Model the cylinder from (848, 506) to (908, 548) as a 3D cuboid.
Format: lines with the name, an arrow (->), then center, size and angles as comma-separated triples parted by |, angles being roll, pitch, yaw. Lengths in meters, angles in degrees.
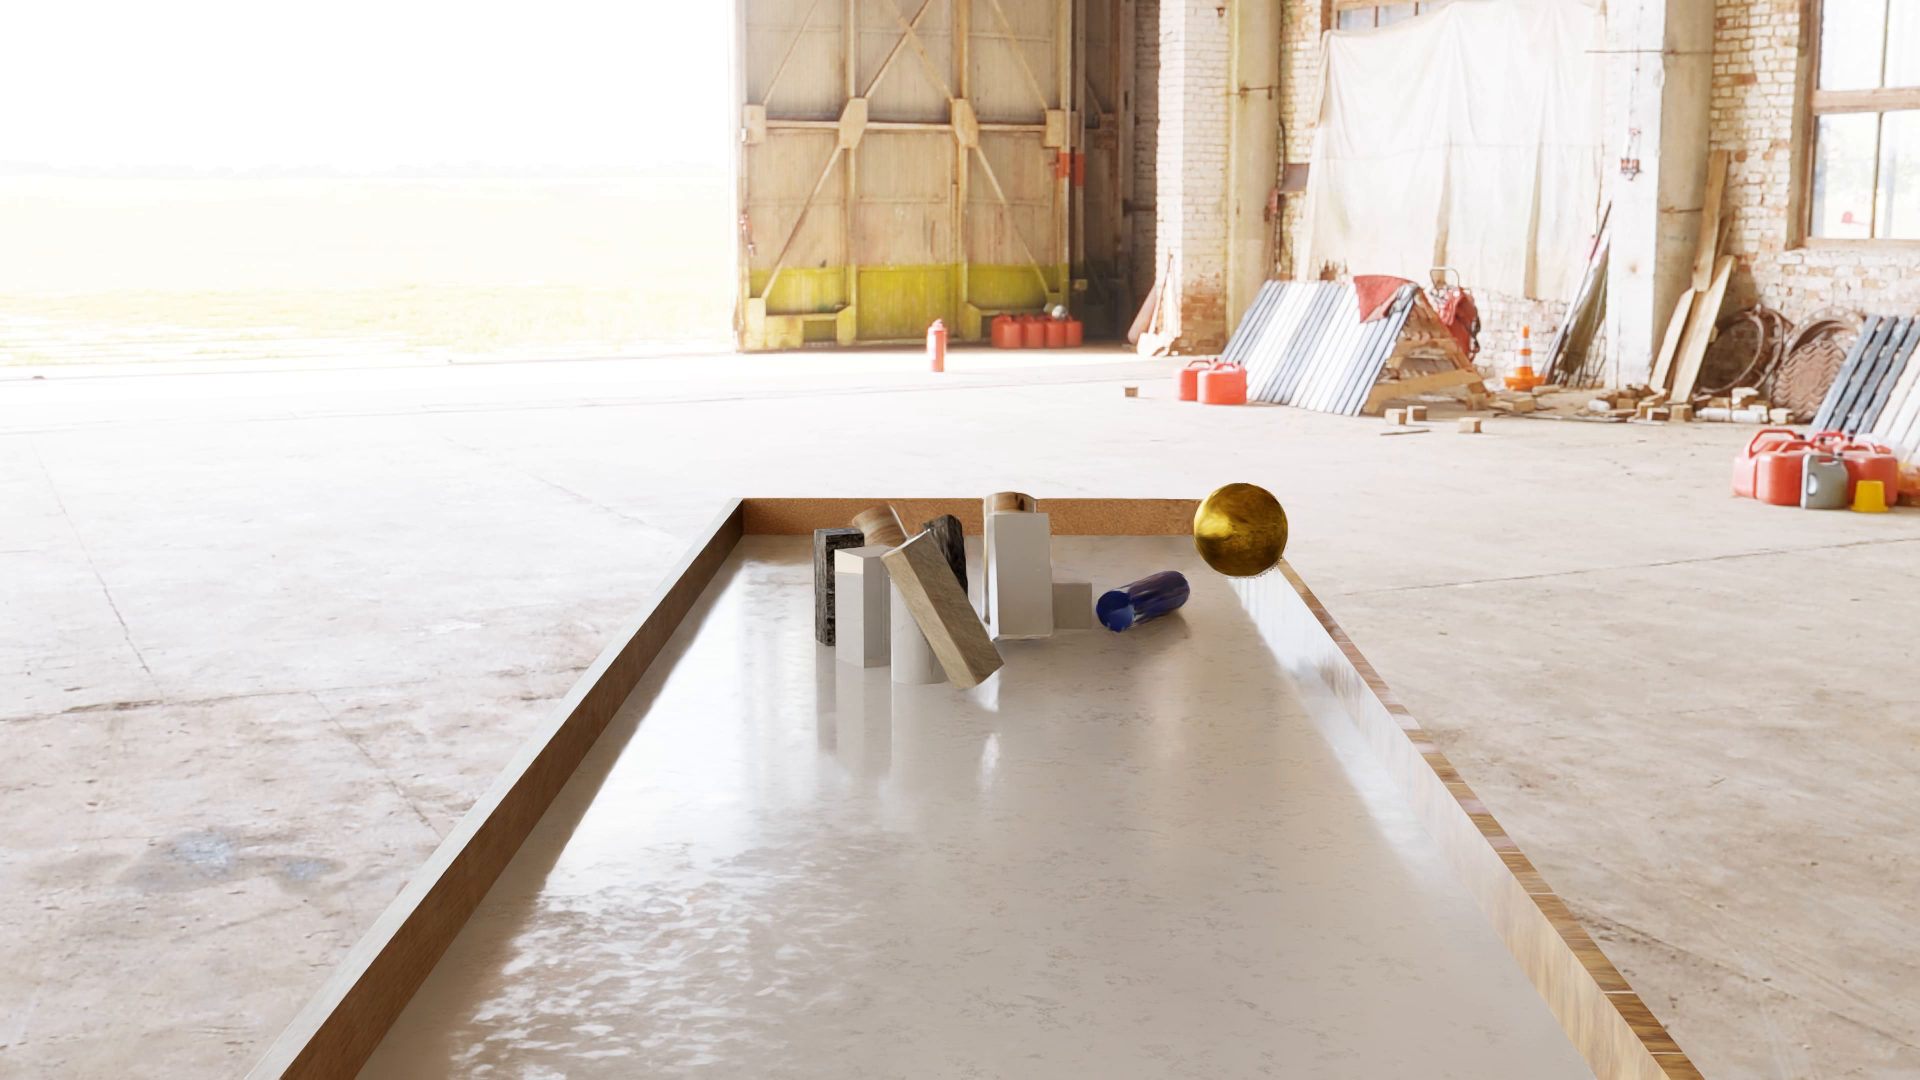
cylinder -> -0.211, 0.095, 7.137 | 0.167, 0.394, 0.167 | -21, -27, -11

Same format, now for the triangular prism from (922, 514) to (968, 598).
triangular prism -> -0.021, 0.127, 6.994 | 0.114, 0.388, 0.132 | 8, -20, -42

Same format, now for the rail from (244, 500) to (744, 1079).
rail -> -1.004, 0.839, 3.234 | 0.050, 0.150, 12.000 | 0, 9, 1

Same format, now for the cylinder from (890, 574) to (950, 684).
cylinder -> -0.114, 0.251, 6.432 | 0.177, 0.312, 0.177 | 0, 9, 0

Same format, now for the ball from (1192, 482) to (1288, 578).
ball -> 0.936, -0.033, 7.331 | 0.317, 0.317, 0.317 | 0, 9, 0

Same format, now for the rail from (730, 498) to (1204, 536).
rail -> 0.099, -0.098, 9.147 | 2.100, 0.150, 0.050 | 0, 9, 1

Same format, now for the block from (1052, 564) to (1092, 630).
block -> 0.340, 0.186, 7.351 | 0.151, 0.151, 0.388 | -1, 9, -4

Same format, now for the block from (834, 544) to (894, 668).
block -> -0.260, 0.200, 6.674 | 0.174, 0.336, 0.174 | -6, 11, -31

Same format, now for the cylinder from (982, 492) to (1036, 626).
cylinder -> 0.161, 0.066, 7.173 | 0.172, 0.413, 0.172 | 1, -21, 0

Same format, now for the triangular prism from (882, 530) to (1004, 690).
triangular prism -> -0.034, 0.194, 6.243 | 0.135, 0.440, 0.156 | -31, 5, -26

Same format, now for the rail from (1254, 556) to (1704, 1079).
rail -> 1.046, 0.843, 3.208 | 0.050, 0.150, 12.000 | 0, 9, 1

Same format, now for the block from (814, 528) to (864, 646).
block -> -0.380, 0.147, 6.954 | 0.127, 0.353, 0.127 | -3, 10, -21

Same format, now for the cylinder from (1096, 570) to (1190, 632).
cylinder -> 0.612, 0.200, 7.309 | 0.137, 0.137, 0.443 | 5, 10, 29

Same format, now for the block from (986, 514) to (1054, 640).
block -> 0.188, 0.117, 6.948 | 0.175, 0.379, 0.175 | -1, -8, -7
